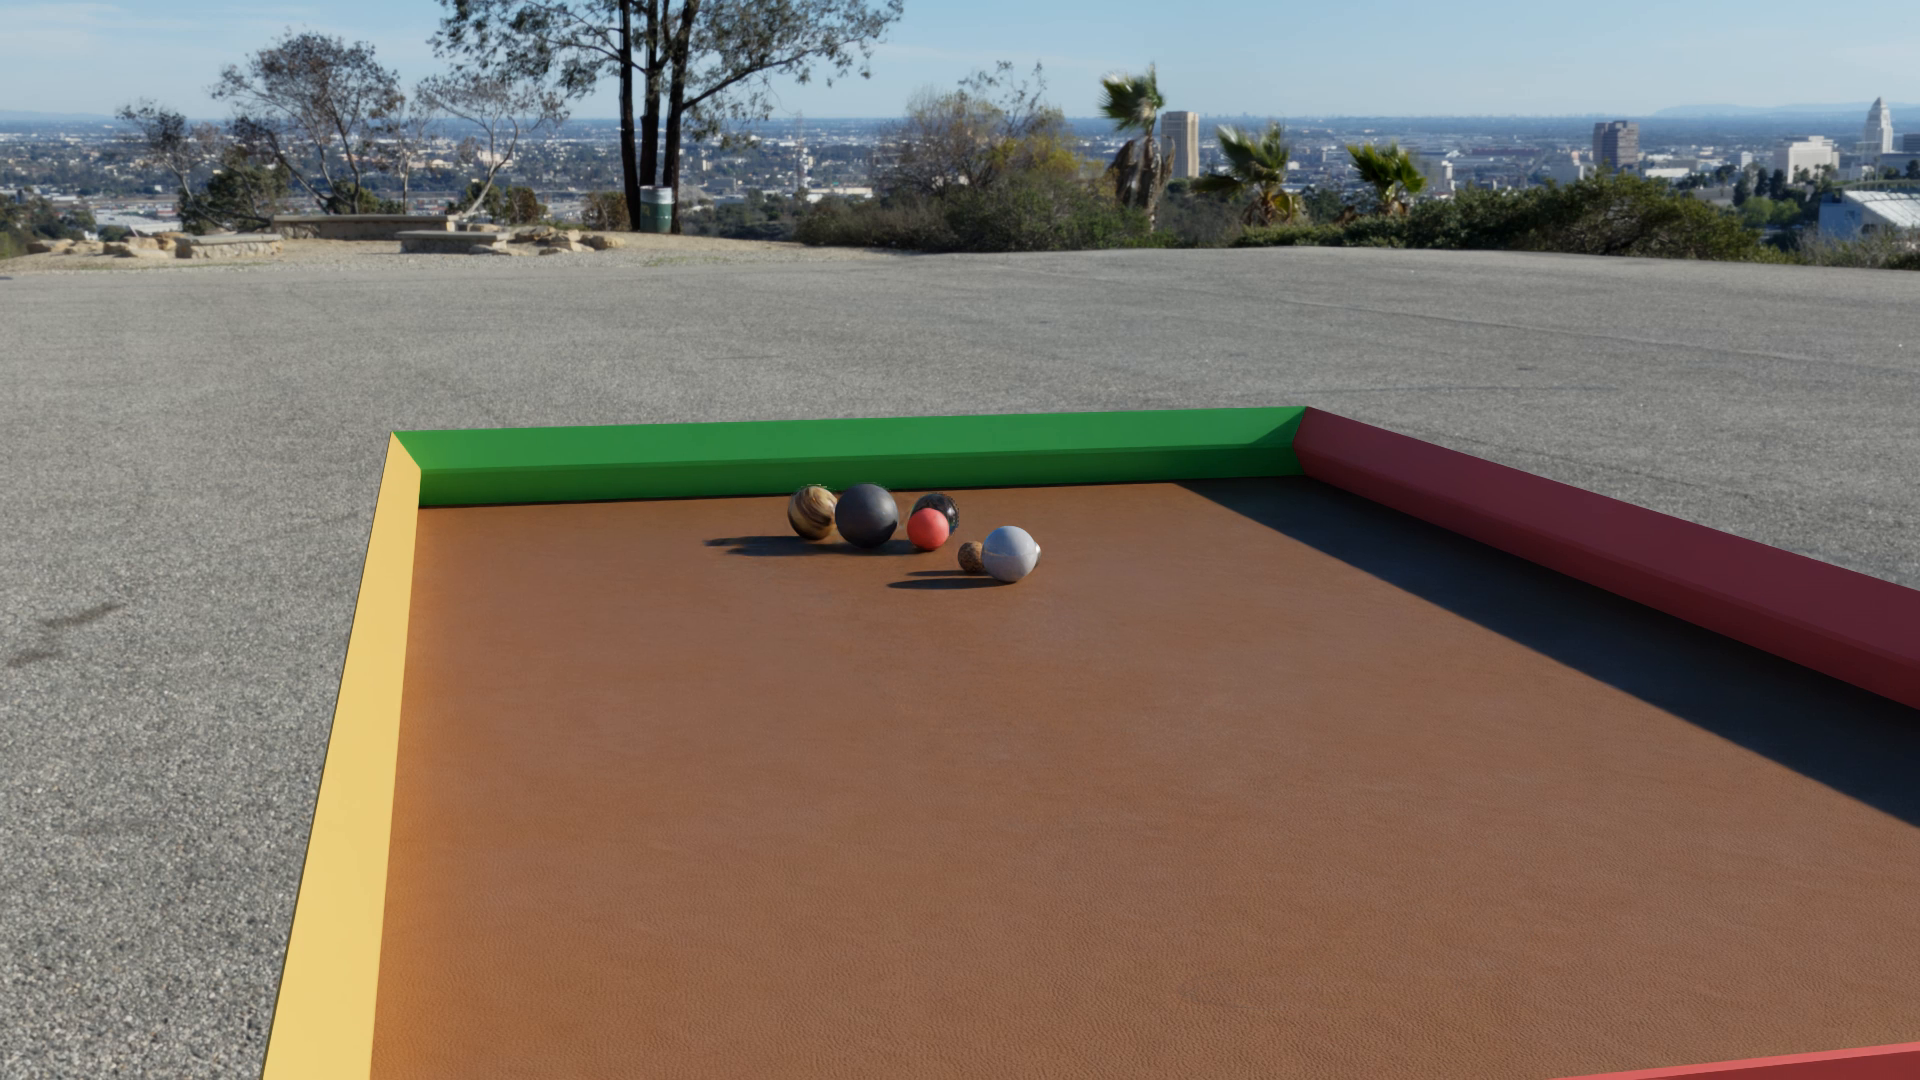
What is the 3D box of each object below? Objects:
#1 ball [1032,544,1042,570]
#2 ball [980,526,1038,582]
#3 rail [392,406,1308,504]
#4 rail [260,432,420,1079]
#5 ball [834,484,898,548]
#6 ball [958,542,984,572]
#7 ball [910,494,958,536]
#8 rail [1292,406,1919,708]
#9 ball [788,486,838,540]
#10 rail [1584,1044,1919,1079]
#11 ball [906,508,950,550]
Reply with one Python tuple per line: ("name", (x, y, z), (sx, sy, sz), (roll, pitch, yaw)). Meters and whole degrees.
("ball", (0.089, 0.021, 3.028), (0.047, 0.047, 0.047), (0, 10, 0))
("ball", (0.066, 0.019, 2.956), (0.076, 0.076, 0.076), (0, 10, 0))
("rail", (-0.147, -0.143, 3.722), (1.581, 0.121, 0.045), (-2, 10, -13))
("rail", (-0.596, 0.117, 2.270), (0.045, 0.121, 2.724), (-2, 10, -13))
("ball", (-0.136, -0.035, 3.207), (0.093, 0.093, 0.093), (0, 10, 0))
("ball", (0.018, 0.023, 3.024), (0.043, 0.043, 0.043), (0, 10, 0))
("ball", (-0.039, -0.032, 3.252), (0.072, 0.072, 0.072), (0, 10, 0))
("rail", (0.899, 0.057, 2.607), (0.045, 0.121, 2.724), (-2, 10, -13))
("ball", (-0.217, -0.040, 3.274), (0.079, 0.079, 0.079), (0, 10, 0))
("rail", (0.451, 0.317, 1.154), (1.581, 0.121, 0.045), (-2, 10, -13))
("ball", (-0.046, -0.015, 3.187), (0.061, 0.061, 0.061), (0, 10, 0))
